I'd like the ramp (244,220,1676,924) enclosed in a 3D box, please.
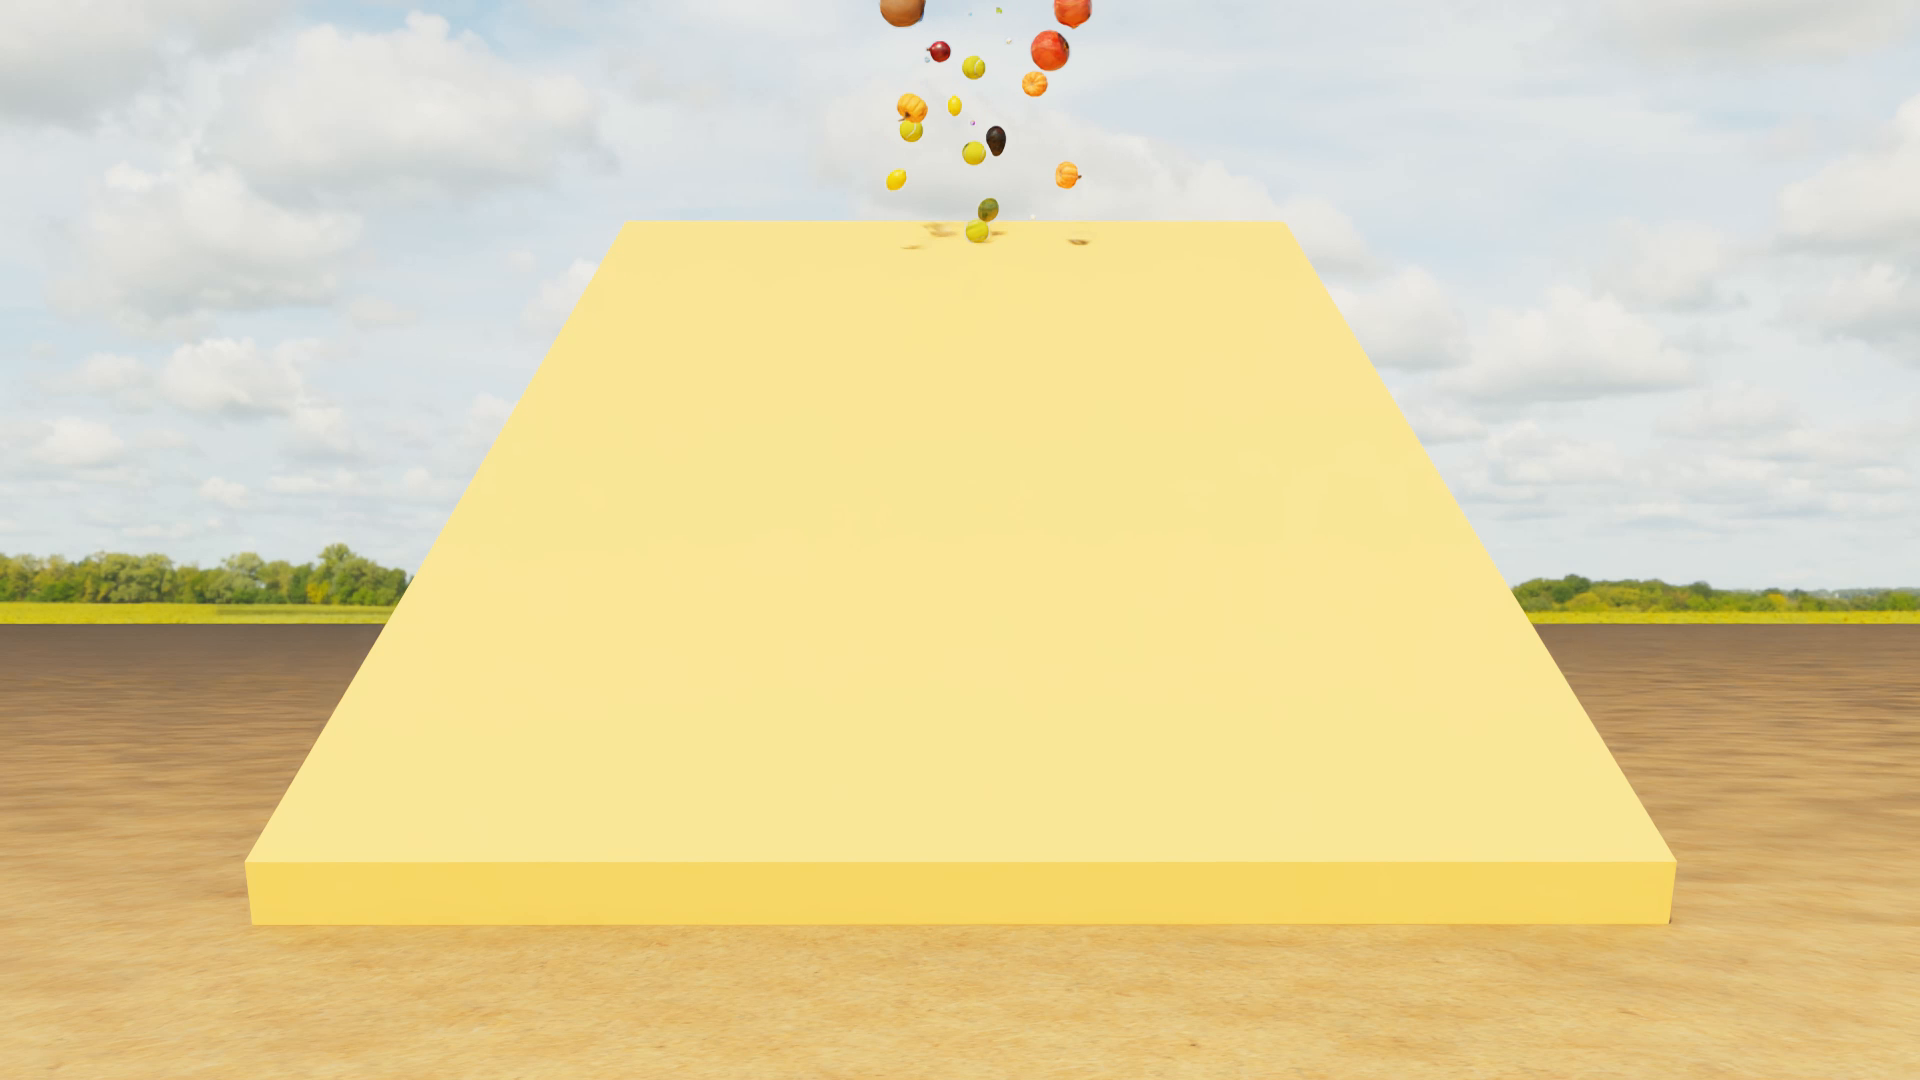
[{"bbox_3d":[-0.006,-0.213,5.069,2.000,0.100,4.000,0,21,0],"label":"ramp"}]

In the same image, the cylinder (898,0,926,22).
[{"bbox_3d":[-0.145,-1.617,6.878,0.080,0.080,0.080,6,40,-5],"label":"cylinder"}]
